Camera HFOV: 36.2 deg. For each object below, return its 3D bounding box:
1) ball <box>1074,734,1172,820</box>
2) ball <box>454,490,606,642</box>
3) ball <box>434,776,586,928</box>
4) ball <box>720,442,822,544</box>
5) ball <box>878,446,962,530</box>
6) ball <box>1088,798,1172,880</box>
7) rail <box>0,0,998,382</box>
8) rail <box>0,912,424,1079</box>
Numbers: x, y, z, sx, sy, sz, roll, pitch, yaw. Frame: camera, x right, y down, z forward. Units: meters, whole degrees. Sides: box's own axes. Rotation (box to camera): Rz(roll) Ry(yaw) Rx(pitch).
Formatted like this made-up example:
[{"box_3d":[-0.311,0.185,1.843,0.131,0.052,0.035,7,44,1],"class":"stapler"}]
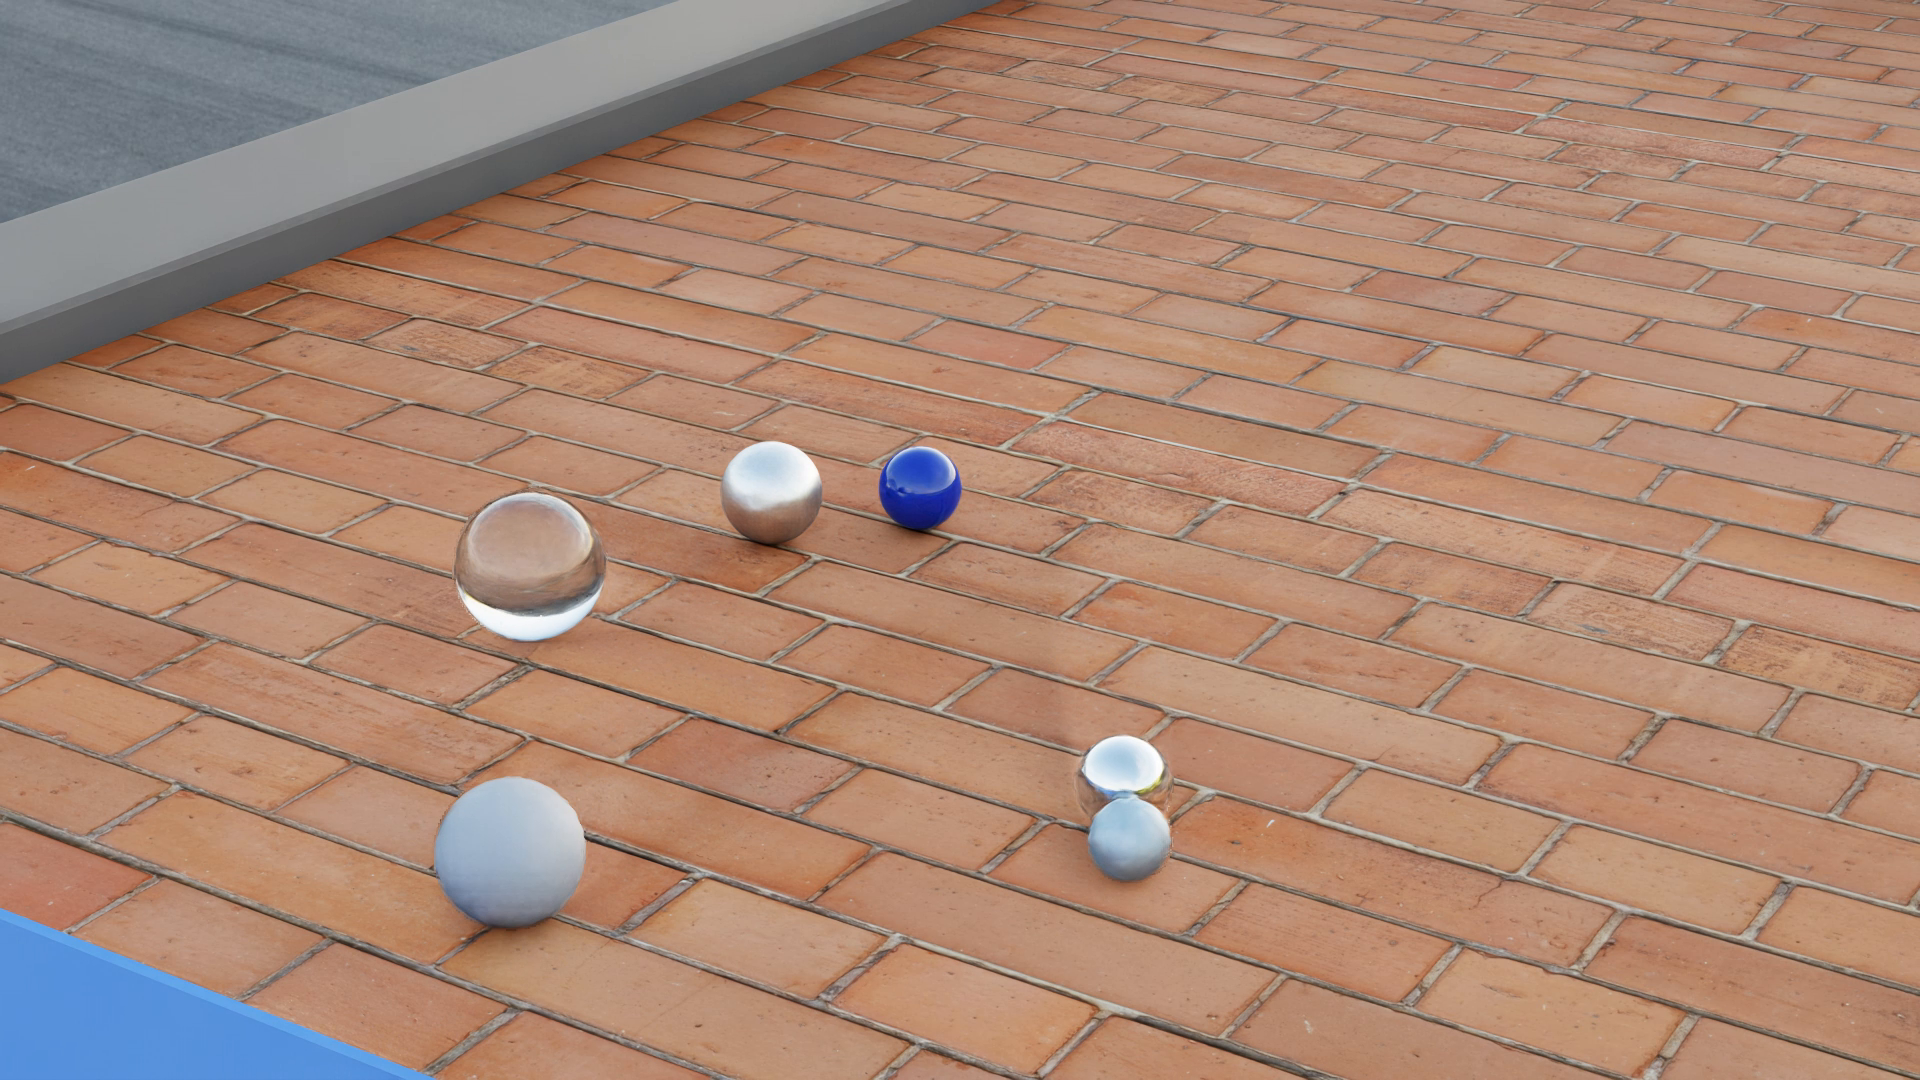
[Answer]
[{"box_3d":[0.091,0.136,1.639,0.054,0.054,0.054,0,24,0],"class":"ball"},{"box_3d":[-0.272,0.016,1.861,0.095,0.095,0.095,0,24,0],"class":"ball"},{"box_3d":[-0.236,0.164,1.544,0.079,0.079,0.079,0,24,0],"class":"ball"},{"box_3d":[-0.128,-0.032,2.003,0.070,0.070,0.070,0,24,0],"class":"ball"},{"box_3d":[-0.027,-0.036,2.027,0.058,0.058,0.058,0,24,0],"class":"ball"},{"box_3d":[0.092,0.162,1.591,0.045,0.045,0.045,0,24,0],"class":"ball"},{"box_3d":[-0.286,-0.461,2.913,0.045,0.123,3.059,14,27,29],"class":"rail"},{"box_3d":[-0.391,0.224,1.349,1.670,0.123,0.045,14,27,29],"class":"rail"}]
